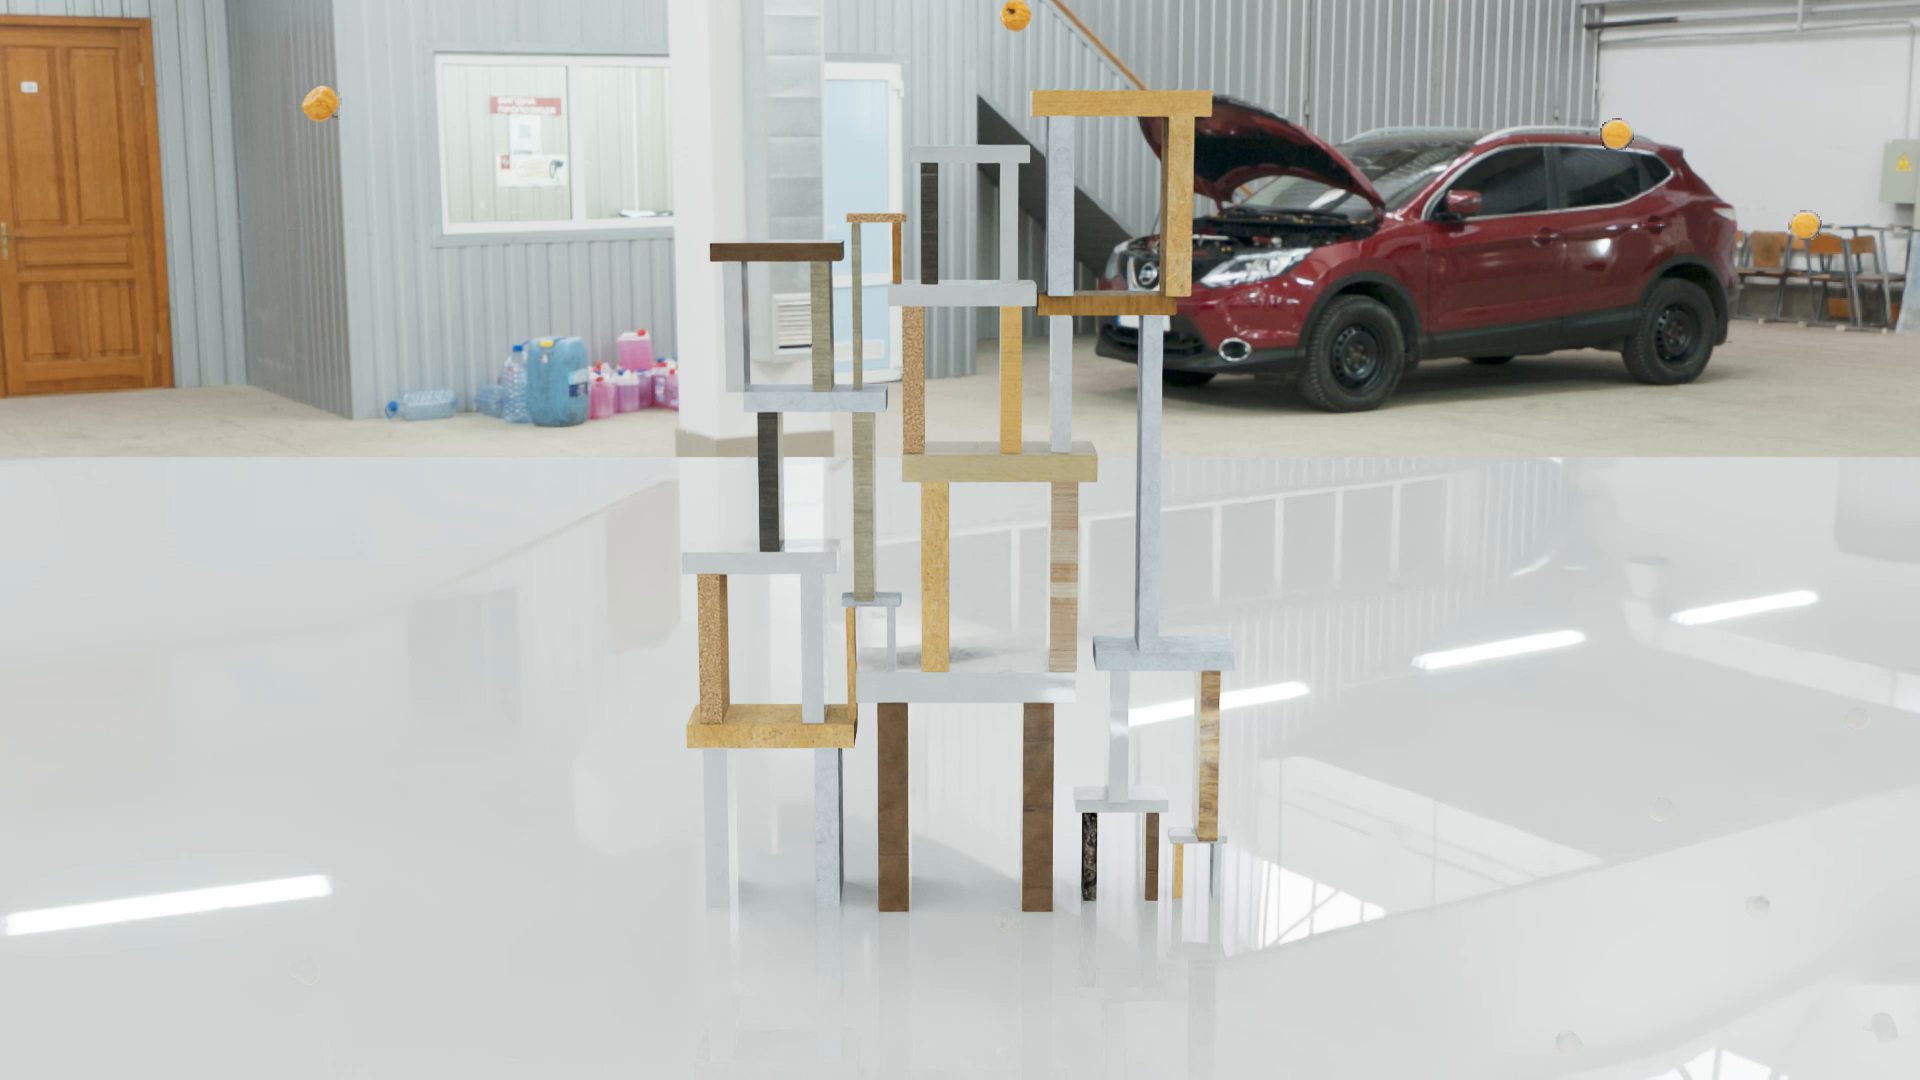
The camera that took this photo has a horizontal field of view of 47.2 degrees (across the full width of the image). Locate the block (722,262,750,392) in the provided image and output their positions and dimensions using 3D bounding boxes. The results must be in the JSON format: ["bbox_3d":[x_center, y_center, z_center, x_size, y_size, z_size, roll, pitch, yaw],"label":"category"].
[{"bbox_3d":[-0.355,-0.343,3.495,0.029,0.204,0.102,0,11,0],"label":"block"}]

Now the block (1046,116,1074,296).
[{"bbox_3d":[0.157,-0.527,3.460,0.039,0.275,0.137,0,11,1],"label":"block"}]

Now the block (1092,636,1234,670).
[{"bbox_3d":[0.331,0.185,3.597,0.222,0.031,0.111,0,11,1],"label":"block"}]

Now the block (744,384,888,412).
[{"bbox_3d":[-0.229,-0.227,3.518,0.224,0.032,0.112,0,11,0],"label":"block"}]

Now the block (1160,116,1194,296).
[{"bbox_3d":[0.340,-0.526,3.457,0.039,0.275,0.137,0,11,1],"label":"block"}]

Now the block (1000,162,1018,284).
[{"bbox_3d":[0.077,-0.500,3.468,0.027,0.187,0.094,0,11,0],"label":"block"}]

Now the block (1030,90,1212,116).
[{"bbox_3d":[0.249,-0.680,3.430,0.274,0.039,0.137,0,11,0],"label":"block"}]

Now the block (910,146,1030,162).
[{"bbox_3d":[0.015,-0.606,3.449,0.187,0.027,0.094,0,11,0],"label":"block"}]

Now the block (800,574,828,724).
[{"bbox_3d":[-0.237,0.165,3.594,0.035,0.248,0.124,0,11,0],"label":"block"}]

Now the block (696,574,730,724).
[{"bbox_3d":[-0.402,0.165,3.594,0.035,0.248,0.124,0,11,0],"label":"block"}]

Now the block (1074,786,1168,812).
[{"bbox_3d":[0.266,0.429,3.642,0.152,0.022,0.076,0,11,0],"label":"block"}]

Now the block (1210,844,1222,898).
[{"bbox_3d":[0.426,0.543,3.662,0.013,0.095,0.047,0,11,0],"label":"block"}]

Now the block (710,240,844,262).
[{"bbox_3d":[-0.288,-0.457,3.473,0.204,0.029,0.102,0,11,0],"label":"block"}]

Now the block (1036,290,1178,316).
[{"bbox_3d":[0.231,-0.376,3.486,0.217,0.031,0.108,0,11,1],"label":"block"}]

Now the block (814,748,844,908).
[{"bbox_3d":[-0.216,0.457,3.645,0.038,0.270,0.135,0,11,0],"label":"block"}]

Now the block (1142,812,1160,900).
[{"bbox_3d":[0.316,0.515,3.658,0.022,0.152,0.076,0,11,0],"label":"block"}]

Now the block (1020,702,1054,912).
[{"bbox_3d":[0.126,0.417,3.638,0.050,0.351,0.176,0,11,0],"label":"block"}]

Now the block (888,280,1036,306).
[{"bbox_3d":[0.004,-0.391,3.483,0.231,0.033,0.116,0,11,0],"label":"block"}]

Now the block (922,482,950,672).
[{"bbox_3d":[-0.040,0.046,3.564,0.043,0.307,0.153,0,11,0],"label":"block"}]

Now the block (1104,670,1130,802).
[{"bbox_3d":[0.258,0.309,3.621,0.031,0.222,0.111,0,10,0],"label":"block"}]

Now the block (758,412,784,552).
[{"bbox_3d":[-0.304,-0.101,3.541,0.032,0.224,0.112,0,11,0],"label":"block"}]

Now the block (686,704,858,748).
[{"bbox_3d":[-0.306,0.306,3.617,0.270,0.038,0.135,0,11,0],"label":"block"}]

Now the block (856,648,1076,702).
[{"bbox_3d":[0.009,0.220,3.602,0.351,0.050,0.175,0,11,0],"label":"block"}]

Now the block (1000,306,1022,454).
[{"bbox_3d":[0.081,-0.261,3.507,0.033,0.231,0.116,0,11,0],"label":"block"}]

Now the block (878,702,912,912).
[{"bbox_3d":[-0.108,0.417,3.638,0.050,0.351,0.176,0,11,0],"label":"block"}]

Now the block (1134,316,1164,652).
[{"bbox_3d":[0.303,-0.095,3.539,0.031,0.541,0.108,0,11,1],"label":"block"}]

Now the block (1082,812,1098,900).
[{"bbox_3d":[0.215,0.515,3.658,0.022,0.152,0.076,0,11,0],"label":"block"}]

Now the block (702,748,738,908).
[{"bbox_3d":[-0.396,0.457,3.645,0.038,0.270,0.135,0,11,0],"label":"block"}]

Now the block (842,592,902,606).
[{"bbox_3d":[-0.144,0.096,3.573,0.095,0.014,0.048,0,11,0],"label":"block"}]

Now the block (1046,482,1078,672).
[{"bbox_3d":[0.165,0.046,3.563,0.043,0.307,0.153,0,11,0],"label":"block"}]

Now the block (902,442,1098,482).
[{"bbox_3d":[0.063,-0.126,3.532,0.307,0.043,0.153,0,11,0],"label":"block"}]

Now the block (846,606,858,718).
[{"bbox_3d":[-0.177,0.195,3.592,0.014,0.188,0.048,-1,11,0],"label":"block"}]

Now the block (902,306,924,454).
[{"bbox_3d":[-0.074,-0.261,3.507,0.033,0.231,0.116,0,11,0],"label":"block"}]

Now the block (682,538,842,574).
[{"bbox_3d":[-0.320,0.026,3.568,0.248,0.035,0.124,0,11,0],"label":"block"}]

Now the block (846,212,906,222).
[{"bbox_3d":[-0.132,-0.508,3.468,0.094,0.013,0.047,0,11,-1],"label":"block"}]

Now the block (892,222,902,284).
[{"bbox_3d":[-0.100,-0.455,3.478,0.013,0.094,0.047,0,11,0],"label":"block"}]

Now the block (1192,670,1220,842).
[{"bbox_3d":[0.406,0.342,3.626,0.031,0.288,0.111,0,11,1],"label":"block"}]

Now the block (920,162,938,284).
[{"bbox_3d":[-0.048,-0.501,3.468,0.027,0.187,0.094,0,11,0],"label":"block"}]

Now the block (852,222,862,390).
[{"bbox_3d":[-0.164,-0.372,3.492,0.013,0.263,0.047,0,11,-1],"label":"block"}]

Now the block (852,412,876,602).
[{"bbox_3d":[-0.154,-0.061,3.548,0.032,0.305,0.112,0,11,0],"label":"block"}]

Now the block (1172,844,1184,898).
[{"bbox_3d":[0.363,0.543,3.662,0.013,0.095,0.047,0,11,0],"label":"block"}]

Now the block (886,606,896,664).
[{"bbox_3d":[-0.112,0.150,3.584,0.014,0.095,0.048,0,11,0],"label":"block"}]

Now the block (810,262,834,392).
[{"bbox_3d":[-0.218,-0.343,3.494,0.029,0.204,0.102,0,11,0],"label":"block"}]

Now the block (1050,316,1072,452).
[{"bbox_3d":[0.160,-0.255,3.510,0.031,0.217,0.108,0,11,0],"label":"block"}]

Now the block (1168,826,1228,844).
[{"bbox_3d":[0.394,0.490,3.652,0.095,0.013,0.047,0,11,0],"label":"block"}]
